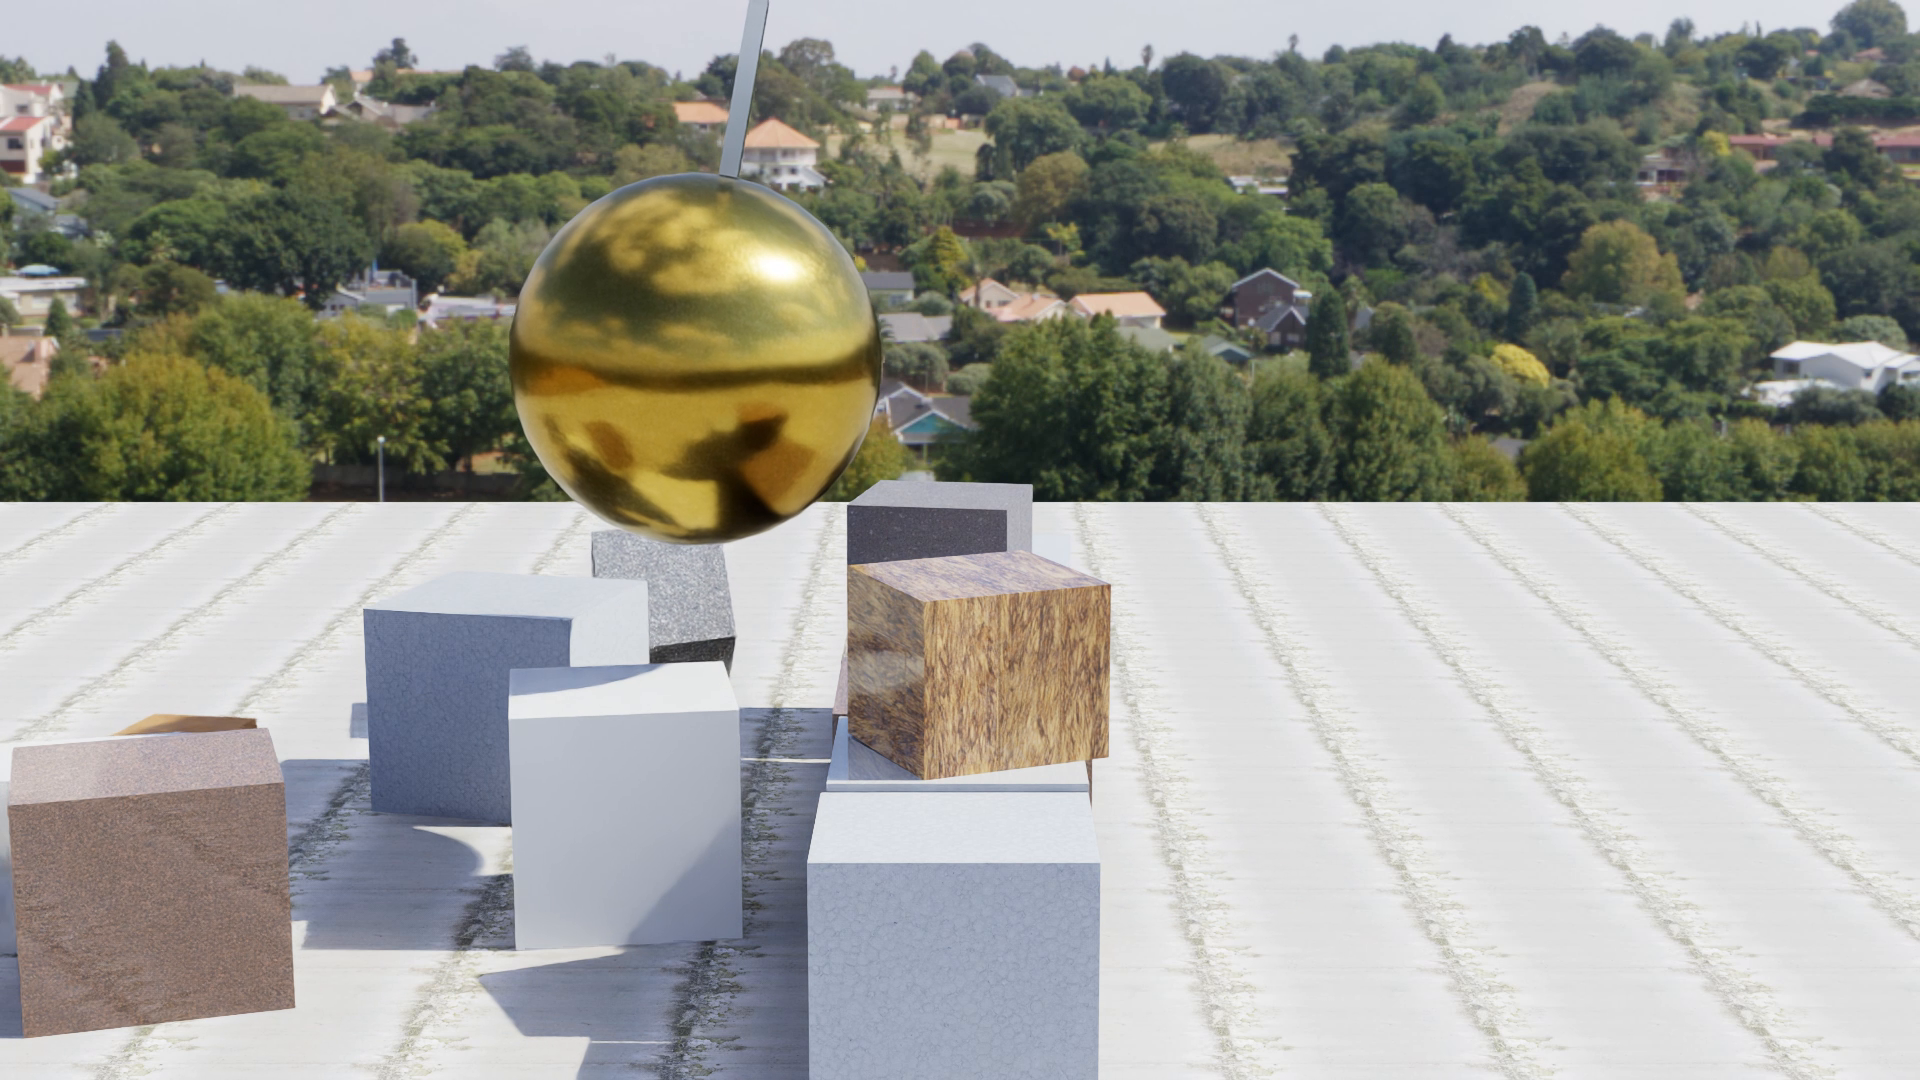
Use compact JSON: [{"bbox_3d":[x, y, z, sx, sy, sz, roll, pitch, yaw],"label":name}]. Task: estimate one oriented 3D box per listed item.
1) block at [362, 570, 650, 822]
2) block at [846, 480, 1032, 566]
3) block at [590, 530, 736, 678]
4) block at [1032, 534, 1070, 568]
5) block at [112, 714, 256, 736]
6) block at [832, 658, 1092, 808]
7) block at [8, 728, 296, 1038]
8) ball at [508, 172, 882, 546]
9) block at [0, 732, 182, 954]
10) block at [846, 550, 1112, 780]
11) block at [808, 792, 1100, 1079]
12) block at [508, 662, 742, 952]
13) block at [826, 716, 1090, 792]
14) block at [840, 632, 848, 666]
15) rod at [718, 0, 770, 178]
[{"bbox_3d":[-2.202,0.757,12.614,1.055,0.999,0.981,3,11,15],"label":"block"},{"bbox_3d":[-0.089,0.104,12.642,0.779,0.665,0.779,2,10,10],"label":"block"},{"bbox_3d":[-1.687,0.379,14.504,0.711,0.703,0.796,-7,-19,-11],"label":"block"},{"bbox_3d":[0.023,0.552,13.745,1.126,0.997,1.083,0,10,3],"label":"block"},{"bbox_3d":[-3.534,1.148,11.629,0.501,0.581,0.569,2,10,10],"label":"block"},{"bbox_3d":[0.008,1.089,10.808,1.038,0.990,1.016,0,10,0],"label":"block"},{"bbox_3d":[-3.129,1.299,9.931,0.974,0.890,0.861,-3,11,-19],"label":"block"},{"bbox_3d":[-1.133,-0.775,11.039,1.600,1.600,1.600,0,10,0],"label":"ball"},{"bbox_3d":[-3.614,1.249,10.684,0.749,0.720,0.619,-3,11,-16],"label":"block"},{"bbox_3d":[0.062,0.455,9.697,0.757,0.661,0.724,-5,12,-24],"label":"block"},{"bbox_3d":[-0.020,1.453,8.910,0.963,0.954,0.834,0,10,0],"label":"block"},{"bbox_3d":[-1.418,1.099,10.813,0.920,0.970,0.883,-2,10,-9],"label":"block"},{"bbox_3d":[-0.008,1.274,9.811,0.946,0.984,0.985,0,10,0],"label":"block"},{"bbox_3d":[-0.002,0.917,11.816,1.037,0.968,1.010,0,10,0],"label":"block"},{"bbox_3d":[-0.491,-4.060,10.442,0.080,5.200,0.080,11,10,-2],"label":"rod"}]
